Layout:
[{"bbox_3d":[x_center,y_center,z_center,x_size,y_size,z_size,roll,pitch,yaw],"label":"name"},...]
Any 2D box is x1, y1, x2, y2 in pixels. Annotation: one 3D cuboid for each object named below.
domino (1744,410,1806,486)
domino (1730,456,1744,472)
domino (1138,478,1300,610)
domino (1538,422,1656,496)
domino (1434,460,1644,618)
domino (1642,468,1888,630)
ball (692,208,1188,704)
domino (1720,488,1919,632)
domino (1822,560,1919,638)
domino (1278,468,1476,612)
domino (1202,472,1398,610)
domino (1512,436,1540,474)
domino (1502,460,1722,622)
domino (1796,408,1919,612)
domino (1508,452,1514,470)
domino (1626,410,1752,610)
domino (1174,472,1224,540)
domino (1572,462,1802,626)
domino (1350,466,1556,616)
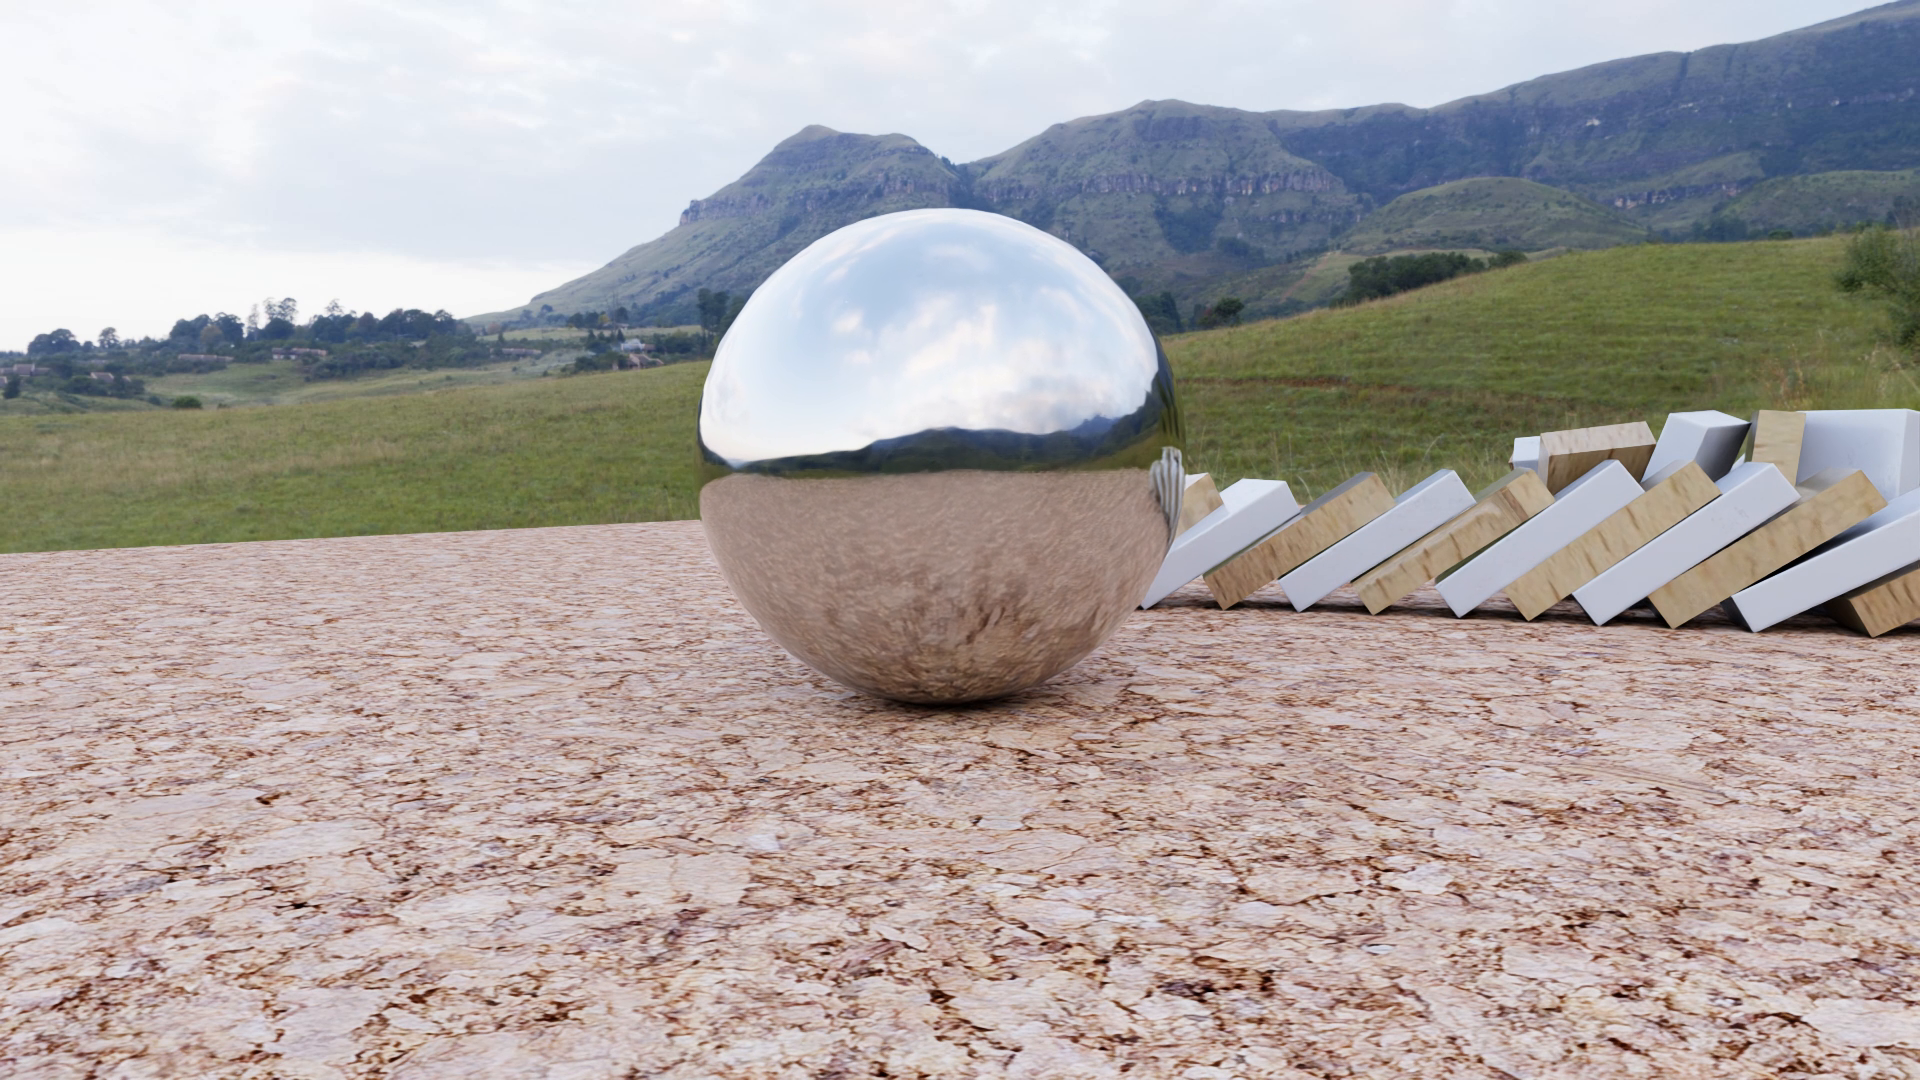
[{"bbox_3d":[0.200,-0.007,0.320,0.009,0.050,0.025,8,7,27],"label":"domino"},{"bbox_3d":[0.259,-0.007,0.386,0.025,0.010,0.050,-3,48,-31],"label":"domino"},{"bbox_3d":[0.063,0.000,0.343,0.050,0.010,0.025,-31,11,-10],"label":"domino"},{"bbox_3d":[0.167,-0.007,0.341,0.025,0.050,0.009,-6,40,13],"label":"domino"},{"bbox_3d":[0.141,-0.001,0.316,0.050,0.010,0.025,-39,-10,18],"label":"domino"},{"bbox_3d":[0.184,0.002,0.299,0.050,0.009,0.025,-36,-8,19],"label":"domino"},{"bbox_3d":[-0.003,-0.013,0.211,0.080,0.080,0.080,0,4,0],"label":"ball"},{"bbox_3d":[0.201,0.004,0.292,0.050,0.009,0.025,-30,-6,19],"label":"domino"},{"bbox_3d":[0.222,0.004,0.286,0.050,0.009,0.025,-30,-2,17],"label":"domino"},{"bbox_3d":[0.106,0.000,0.329,0.050,0.010,0.025,-34,-5,14],"label":"domino"},{"bbox_3d":[0.087,0.000,0.335,0.050,0.009,0.025,-33,-2,10],"label":"domino"},{"bbox_3d":[0.171,-0.007,0.357,0.025,0.050,0.009,-3,43,31],"label":"domino"},{"bbox_3d":[0.155,0.000,0.310,0.050,0.009,0.025,-39,-10,18],"label":"domino"},{"bbox_3d":[0.219,-0.007,0.317,0.009,0.050,0.025,5,1,-29],"label":"domino"},{"bbox_3d":[0.180,-0.007,0.372,0.025,0.050,0.010,4,48,45],"label":"domino"},{"bbox_3d":[0.183,-0.008,0.329,0.025,0.050,0.010,-7,29,-37],"label":"domino"},{"bbox_3d":[0.044,-0.001,0.345,0.050,0.009,0.025,-34,12,-25],"label":"domino"},{"bbox_3d":[0.169,0.001,0.303,0.050,0.010,0.025,-39,-9,18],"label":"domino"},{"bbox_3d":[0.123,0.000,0.323,0.050,0.010,0.025,-36,-6,16],"label":"domino"}]
